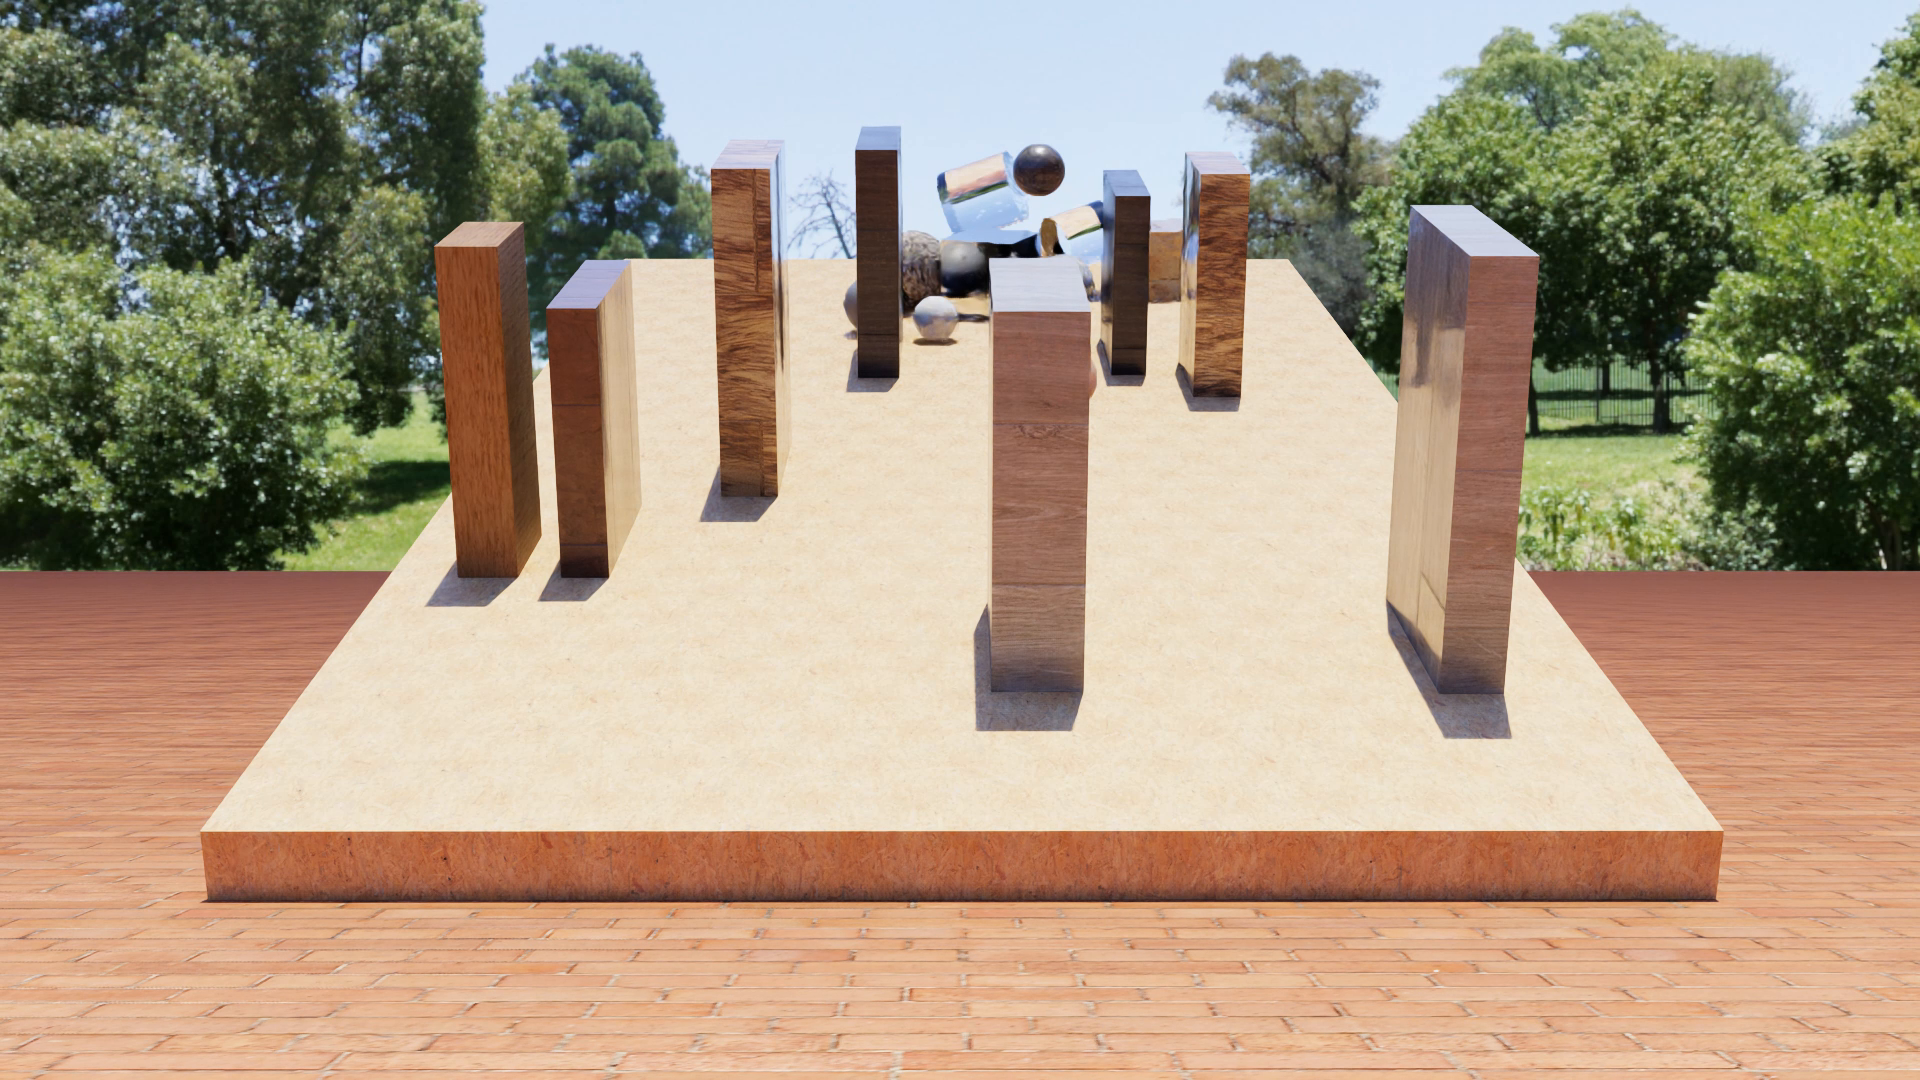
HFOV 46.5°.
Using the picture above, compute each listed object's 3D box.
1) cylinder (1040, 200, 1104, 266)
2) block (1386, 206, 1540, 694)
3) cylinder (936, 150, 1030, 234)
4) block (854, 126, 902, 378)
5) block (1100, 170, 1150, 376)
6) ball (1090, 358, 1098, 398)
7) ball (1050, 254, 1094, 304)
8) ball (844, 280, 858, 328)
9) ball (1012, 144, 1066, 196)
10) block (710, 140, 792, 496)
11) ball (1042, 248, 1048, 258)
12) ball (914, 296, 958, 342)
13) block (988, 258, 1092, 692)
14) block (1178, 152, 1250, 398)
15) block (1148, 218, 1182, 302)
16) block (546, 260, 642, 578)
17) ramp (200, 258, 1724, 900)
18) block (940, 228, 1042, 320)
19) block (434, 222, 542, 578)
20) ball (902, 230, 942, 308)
[{"bbox_3d":[0.334,-0.838,6.194,0.164,0.164,0.164,-22,8,-21],"label":"cylinder"},{"bbox_3d":[0.777,-0.153,3.501,0.099,0.671,0.440,0,18,0],"label":"block"},{"bbox_3d":[0.065,-0.945,6.148,0.196,0.196,0.196,-16,-5,16],"label":"cylinder"},{"bbox_3d":[-0.193,-0.704,5.418,0.099,0.539,0.408,0,18,0],"label":"block"},{"bbox_3d":[0.402,-0.660,5.466,0.083,0.429,0.410,0,18,0],"label":"block"},{"bbox_3d":[0.238,-0.362,5.008,0.142,0.142,0.142,0,-1,0],"label":"ball"},{"bbox_3d":[0.273,-0.675,5.937,0.168,0.168,0.168,0,-1,0],"label":"ball"},{"bbox_3d":[-0.224,-0.607,5.742,0.149,0.149,0.149,0,-1,0],"label":"ball"},{"bbox_3d":[0.213,-0.998,6.032,0.142,0.142,0.142,0,-1,0],"label":"ball"},{"bbox_3d":[-0.412,-0.451,4.468,0.111,0.641,0.397,0,18,0],"label":"block"},{"bbox_3d":[0.170,-0.751,6.172,0.159,0.159,0.159,0,-1,0],"label":"ball"},{"bbox_3d":[-0.062,-0.563,5.672,0.115,0.115,0.115,0,-1,0],"label":"ball"},{"bbox_3d":[0.117,-0.112,3.505,0.141,0.589,0.411,0,18,0],"label":"block"},{"bbox_3d":[0.590,-0.626,5.224,0.110,0.512,0.351,0,18,0],"label":"block"},{"bbox_3d":[0.569,-0.784,6.238,0.189,0.189,0.189,-6,19,-17],"label":"block"},{"bbox_3d":[-0.656,-0.228,4.040,0.084,0.479,0.433,0,18,0],"label":"block"},{"bbox_3d":[-0.003,-0.185,4.852,2.000,0.100,4.000,0,18,0],"label":"ramp"},{"bbox_3d":[0.085,-0.714,5.991,0.205,0.205,0.205,7,19,24],"label":"block"},{"bbox_3d":[-0.826,-0.249,3.933,0.105,0.584,0.240,0,18,0],"label":"block"},{"bbox_3d":[-0.127,-0.731,6.038,0.209,0.209,0.209,0,-1,0],"label":"ball"}]
